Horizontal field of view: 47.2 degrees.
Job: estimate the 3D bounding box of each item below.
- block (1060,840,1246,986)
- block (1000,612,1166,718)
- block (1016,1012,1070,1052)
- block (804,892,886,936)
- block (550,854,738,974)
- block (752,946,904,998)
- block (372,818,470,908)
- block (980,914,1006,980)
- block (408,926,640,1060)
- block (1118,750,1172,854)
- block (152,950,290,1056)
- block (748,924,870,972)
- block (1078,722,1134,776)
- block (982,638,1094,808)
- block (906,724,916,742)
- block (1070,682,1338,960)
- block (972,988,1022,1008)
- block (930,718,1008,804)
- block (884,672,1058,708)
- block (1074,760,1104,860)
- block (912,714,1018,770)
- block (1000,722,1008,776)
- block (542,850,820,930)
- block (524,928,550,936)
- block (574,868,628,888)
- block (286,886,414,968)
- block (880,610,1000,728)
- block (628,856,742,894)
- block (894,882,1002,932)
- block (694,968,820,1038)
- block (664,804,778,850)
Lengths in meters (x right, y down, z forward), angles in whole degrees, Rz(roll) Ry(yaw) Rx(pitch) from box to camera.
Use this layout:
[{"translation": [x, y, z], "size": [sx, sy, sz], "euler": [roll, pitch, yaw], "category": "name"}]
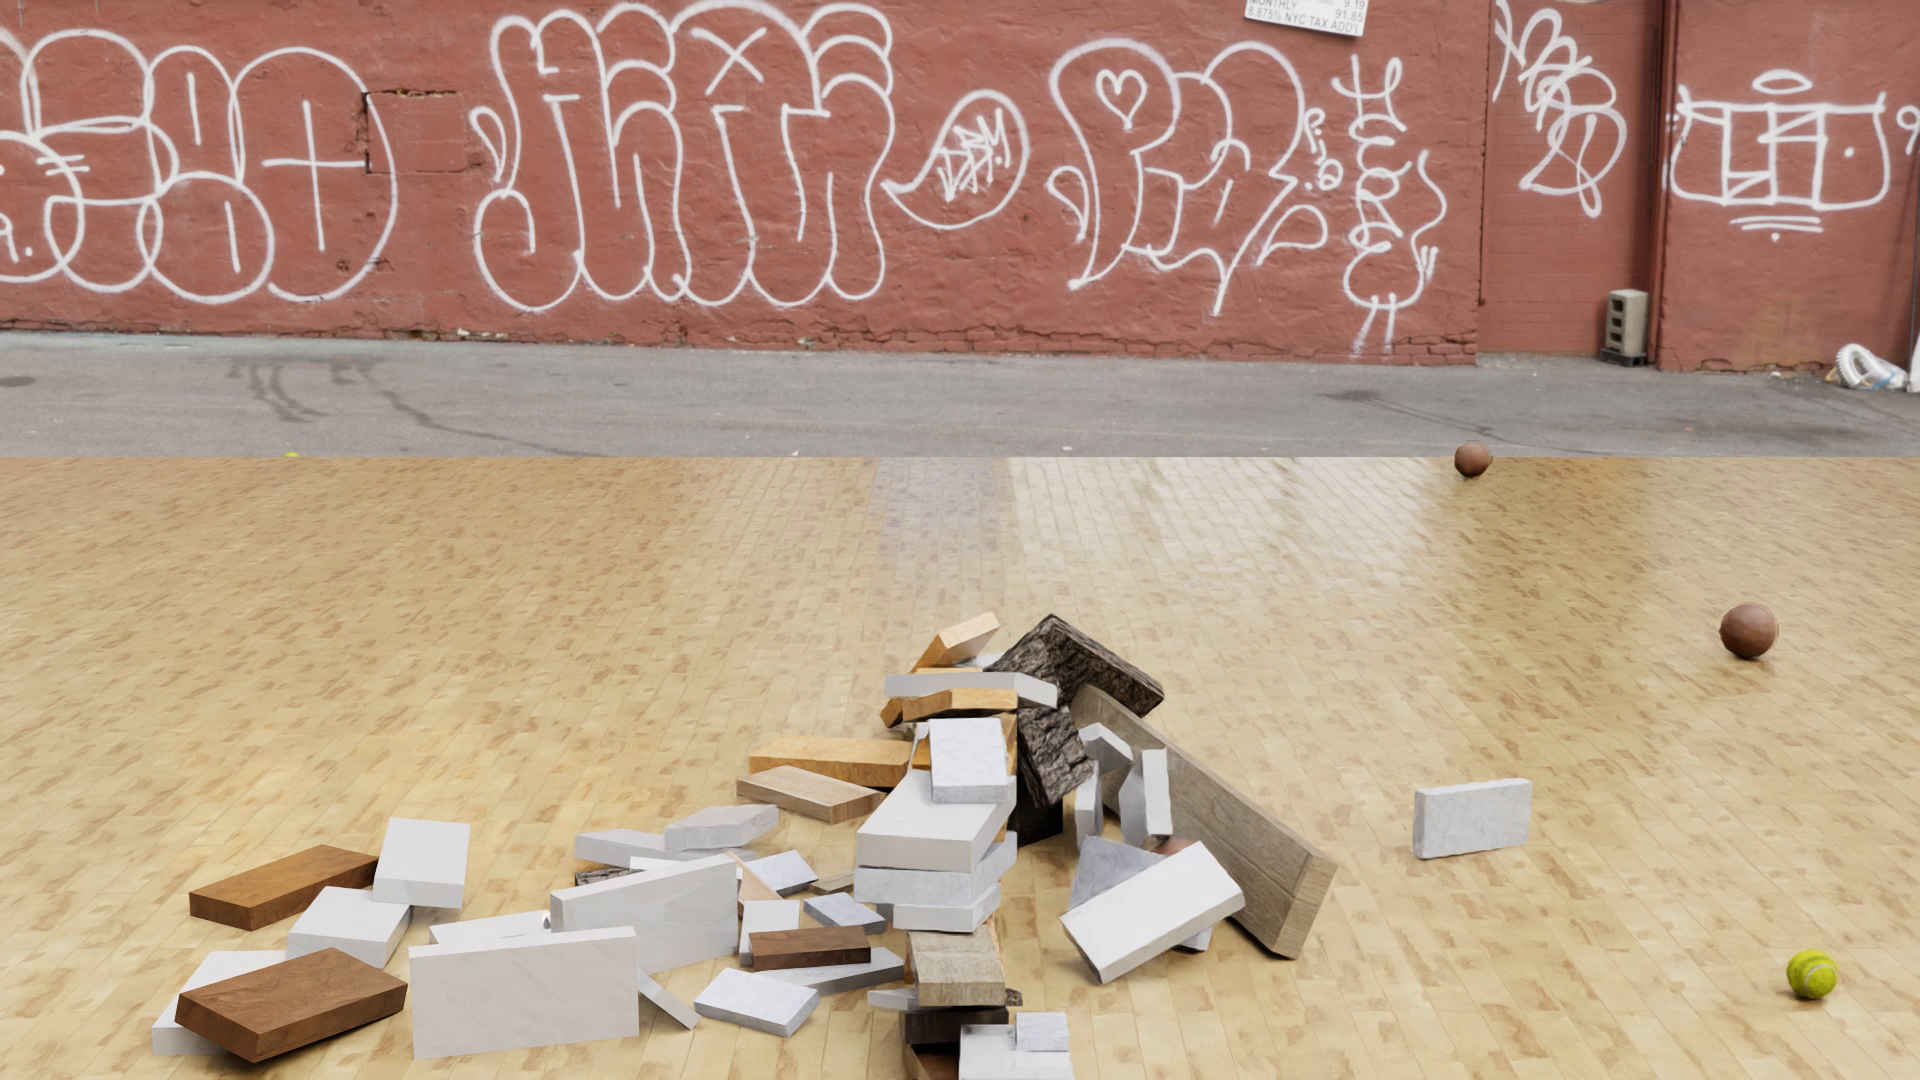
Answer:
[{"translation": [0.292, 0.564, 3.338], "size": [0.251, 0.036, 0.126], "euler": [-26, 40, -12], "category": "block"}, {"translation": [0.246, 0.285, 4.462], "size": [0.322, 0.161, 0.046], "euler": [33, 27, -30], "category": "block"}, {"translation": [0.104, 0.623, 2.792], "size": [0.064, 0.018, 0.129], "euler": [-1, 1, 1], "category": "block"}, {"translation": [-0.186, 0.604, 3.536], "size": [0.074, 0.021, 0.149], "euler": [-6, 12, -29], "category": "block"}, {"translation": [-0.474, 0.579, 3.324], "size": [0.295, 0.148, 0.042], "euler": [-8, 13, -36], "category": "block"}, {"translation": [-0.198, 0.651, 3.278], "size": [0.233, 0.023, 0.082], "euler": [-6, 12, -29], "category": "block"}, {"translation": [-0.900, 0.538, 3.692], "size": [0.140, 0.040, 0.424], "euler": [7, 4, -12], "category": "block"}, {"translation": [-0.002, 0.571, 3.027], "size": [0.109, 0.031, 0.279], "euler": [1, 9, -3], "category": "block"}, {"translation": [-0.605, 0.628, 3.058], "size": [0.308, 0.148, 0.042], "euler": [-3, 11, -15], "category": "block"}, {"translation": [0.308, 0.455, 3.674], "size": [0.040, 0.139, 0.279], "euler": [-1, -21, -4], "category": "block"}, {"translation": [-1.046, 0.663, 3.167], "size": [0.142, 0.040, 0.284], "euler": [0, 11, -3], "category": "block"}, {"translation": [-0.228, 0.616, 3.323], "size": [0.175, 0.025, 0.087], "euler": [-2, 13, -12], "category": "block"}, {"translation": [0.190, 0.416, 4.065], "size": [0.230, 0.033, 0.115], "euler": [-26, -42, 23], "category": "block"}, {"translation": [0.138, 0.320, 3.851], "size": [0.037, 0.263, 0.131], "euler": [-14, 11, 43], "category": "block"}, {"translation": [-0.010, 0.389, 4.558], "size": [0.184, 0.026, 0.092], "euler": [-17, 32, -35], "category": "block"}, {"translation": [0.380, 0.464, 3.893], "size": [0.046, 0.161, 1.120], "euler": [22, 4, -18], "category": "block"}, {"translation": [0.027, 0.628, 3.043], "size": [0.064, 0.018, 0.223], "euler": [1, -7, -13], "category": "block"}, {"translation": [0.011, 0.323, 3.225], "size": [0.106, 0.030, 0.212], "euler": [-1, 22, -2], "category": "block"}, {"translation": [0.016, 0.243, 3.535], "size": [0.251, 0.036, 0.126], "euler": [-4, -15, 34], "category": "block"}, {"translation": [0.229, 0.488, 3.894], "size": [0.033, 0.115, 0.296], "euler": [-4, 10, 6], "category": "block"}, {"translation": [0.010, 0.331, 3.478], "size": [0.129, 0.037, 0.258], "euler": [2, 14, 9], "category": "block"}, {"translation": [0.015, 0.316, 3.375], "size": [0.106, 0.030, 0.212], "euler": [-1, 11, -2], "category": "block"}, {"translation": [-0.443, 0.584, 3.557], "size": [0.484, 0.021, 0.074], "euler": [-9, 41, -40], "category": "block"}, {"translation": [-0.545, 0.617, 3.377], "size": [0.363, 0.027, 0.094], "euler": [-9, 31, -39], "category": "block"}, {"translation": [-0.576, 0.586, 3.619], "size": [0.094, 0.027, 0.188], "euler": [-3, 11, -16], "category": "block"}, {"translation": [-0.937, 0.596, 3.396], "size": [0.142, 0.040, 0.284], "euler": [7, 4, -6], "category": "block"}, {"translation": [-0.046, 0.272, 4.539], "size": [0.129, 0.037, 0.417], "euler": [-21, -18, -29], "category": "block"}, {"translation": [-0.434, 0.544, 3.446], "size": [0.175, 0.087, 0.025], "euler": [7, 37, -10], "category": "block"}, {"translation": [-0.015, 0.511, 3.076], "size": [0.109, 0.031, 0.219], "euler": [1, 1, 11], "category": "block"}, {"translation": [-0.291, 0.662, 3.151], "size": [0.164, 0.023, 0.082], "euler": [6, 31, 31], "category": "block"}, {"translation": [-0.410, 0.495, 3.802], "size": [0.131, 0.037, 0.263], "euler": [-4, 0, 9], "category": "block"}]
